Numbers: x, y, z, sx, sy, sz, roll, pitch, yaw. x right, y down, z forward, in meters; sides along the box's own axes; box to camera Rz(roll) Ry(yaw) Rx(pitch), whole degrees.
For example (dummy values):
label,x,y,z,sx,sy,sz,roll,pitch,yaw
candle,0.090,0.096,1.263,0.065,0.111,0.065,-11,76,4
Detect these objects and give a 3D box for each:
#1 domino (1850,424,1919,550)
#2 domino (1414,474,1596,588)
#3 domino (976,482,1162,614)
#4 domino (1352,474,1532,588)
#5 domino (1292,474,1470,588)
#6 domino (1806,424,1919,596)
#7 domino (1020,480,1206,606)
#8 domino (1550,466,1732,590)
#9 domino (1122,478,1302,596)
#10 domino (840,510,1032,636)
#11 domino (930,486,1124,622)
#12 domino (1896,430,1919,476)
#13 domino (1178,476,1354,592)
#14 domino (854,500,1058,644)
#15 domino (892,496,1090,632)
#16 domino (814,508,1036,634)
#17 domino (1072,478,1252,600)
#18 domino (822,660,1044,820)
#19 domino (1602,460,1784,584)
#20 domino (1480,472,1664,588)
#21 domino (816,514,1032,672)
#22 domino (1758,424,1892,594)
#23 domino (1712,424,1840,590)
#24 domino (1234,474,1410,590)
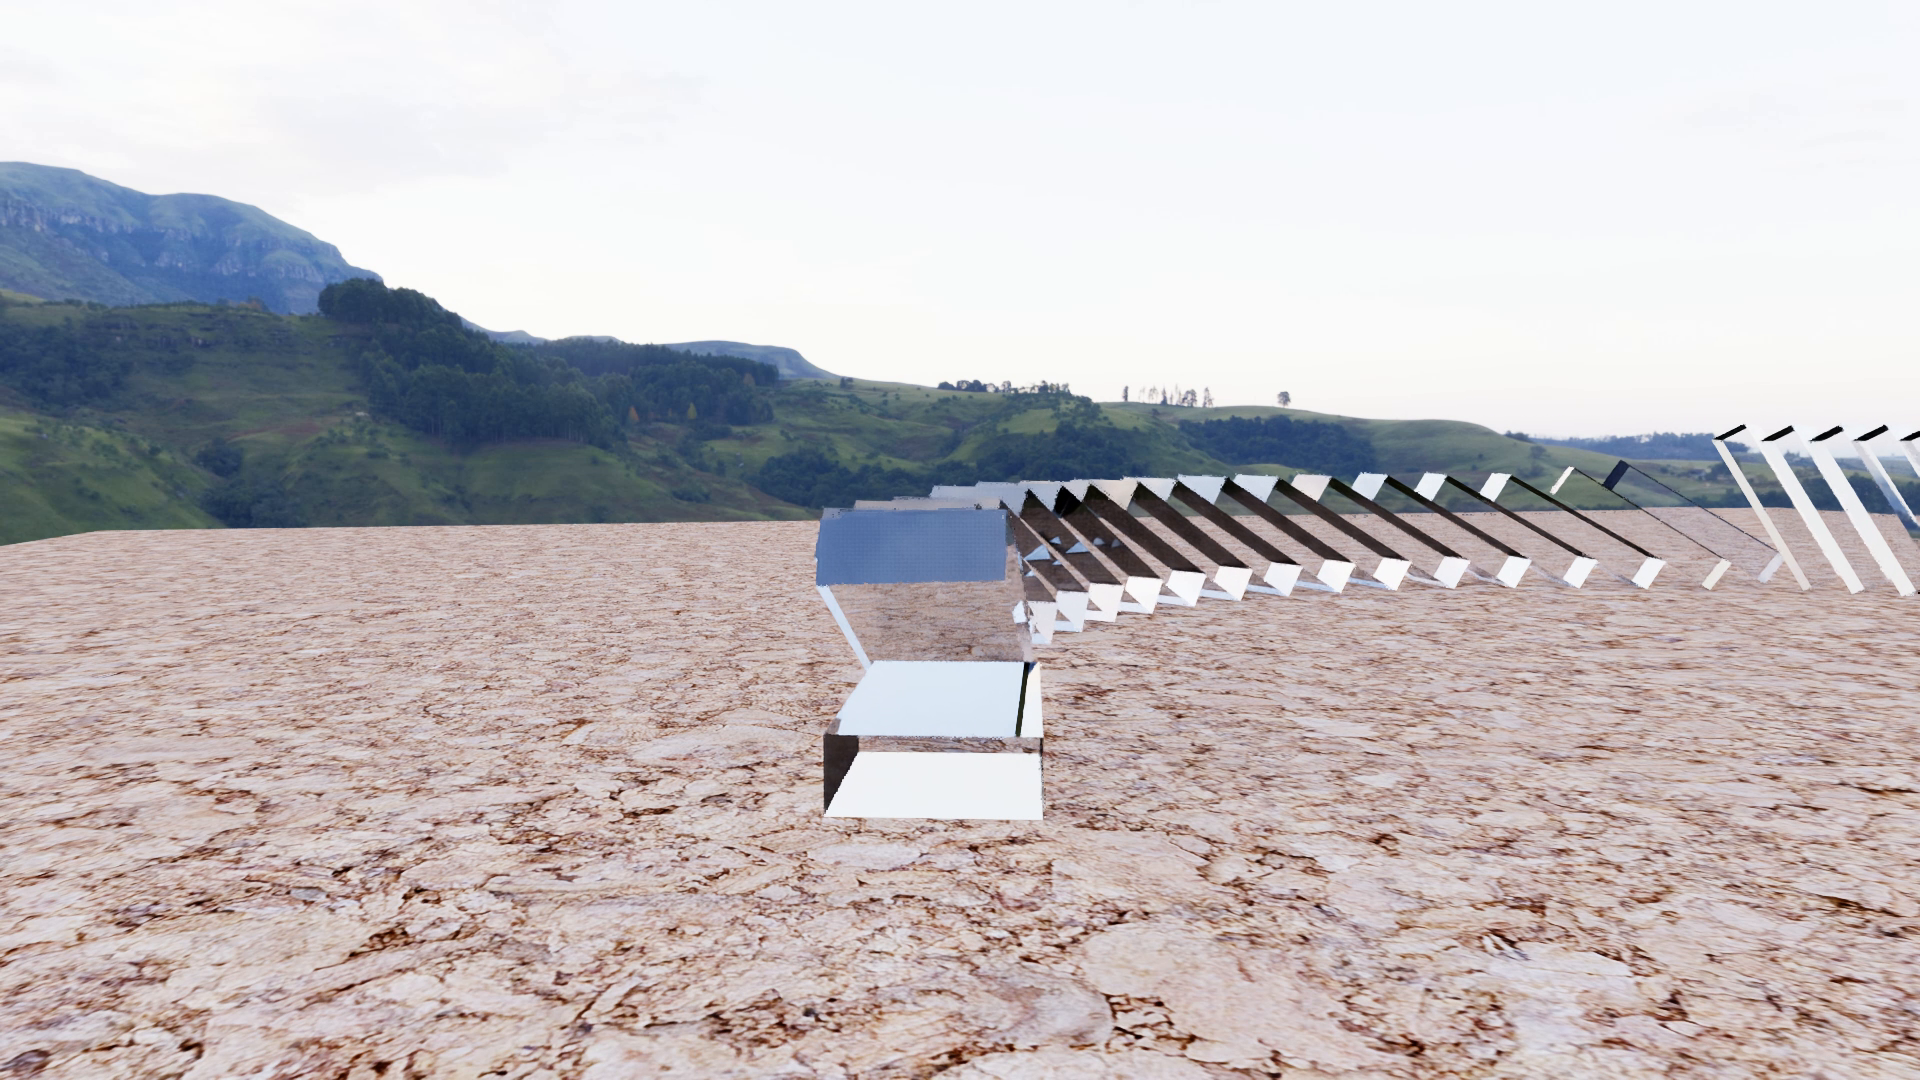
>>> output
label,x,y,z,sx,sy,sz,roll,pitch,yaw
domino,0.274,-0.009,0.363,0.025,0.050,0.009,-4,-24,-41
domino,0.165,-0.003,0.391,0.050,0.009,0.025,30,7,3
domino,0.026,0.002,0.314,0.025,0.009,0.050,4,-25,41
domino,0.144,-0.003,0.390,0.050,0.009,0.025,30,3,-3
domino,0.124,-0.003,0.385,0.050,0.010,0.025,30,0,-9
domino,0.267,-0.009,0.371,0.025,0.050,0.009,-4,-24,-41
domino,0.038,0.001,0.332,0.050,0.010,0.025,34,-18,-36
domino,0.206,-0.004,0.390,0.050,0.009,0.025,36,16,16
domino,0.069,-0.001,0.359,0.050,0.009,0.025,31,-10,-25
domino,-0.002,0.010,0.212,0.025,0.009,0.050,-1,-24,7
domino,0.016,0.004,0.297,0.025,0.009,0.050,3,-25,35
domino,0.281,-0.008,0.354,0.025,0.050,0.009,-4,-24,-41
domino,0.086,-0.002,0.370,0.050,0.009,0.025,31,-7,-21
domino,0.000,0.007,0.257,0.025,0.009,0.050,2,-23,24
domino,0.007,0.006,0.278,0.025,0.010,0.050,2,-23,29
domino,-0.005,0.009,0.237,0.025,0.010,0.050,2,-23,20
domino,0.053,0.000,0.345,0.050,0.009,0.025,33,-16,-33
domino,-0.002,0.025,0.171,0.025,0.009,0.050,0,4,3
domino,0.224,-0.006,0.392,0.050,0.009,0.025,42,19,32
domino,0.185,-0.003,0.391,0.050,0.009,0.025,31,9,7
domino,-0.003,0.011,0.191,0.025,0.009,0.050,-2,-24,7
domino,0.256,-0.010,0.377,0.025,0.050,0.009,-4,-24,-43
domino,0.244,-0.010,0.382,0.010,0.050,0.025,-35,-20,37
domino,0.105,-0.002,0.378,0.050,0.009,0.025,30,-4,-15
